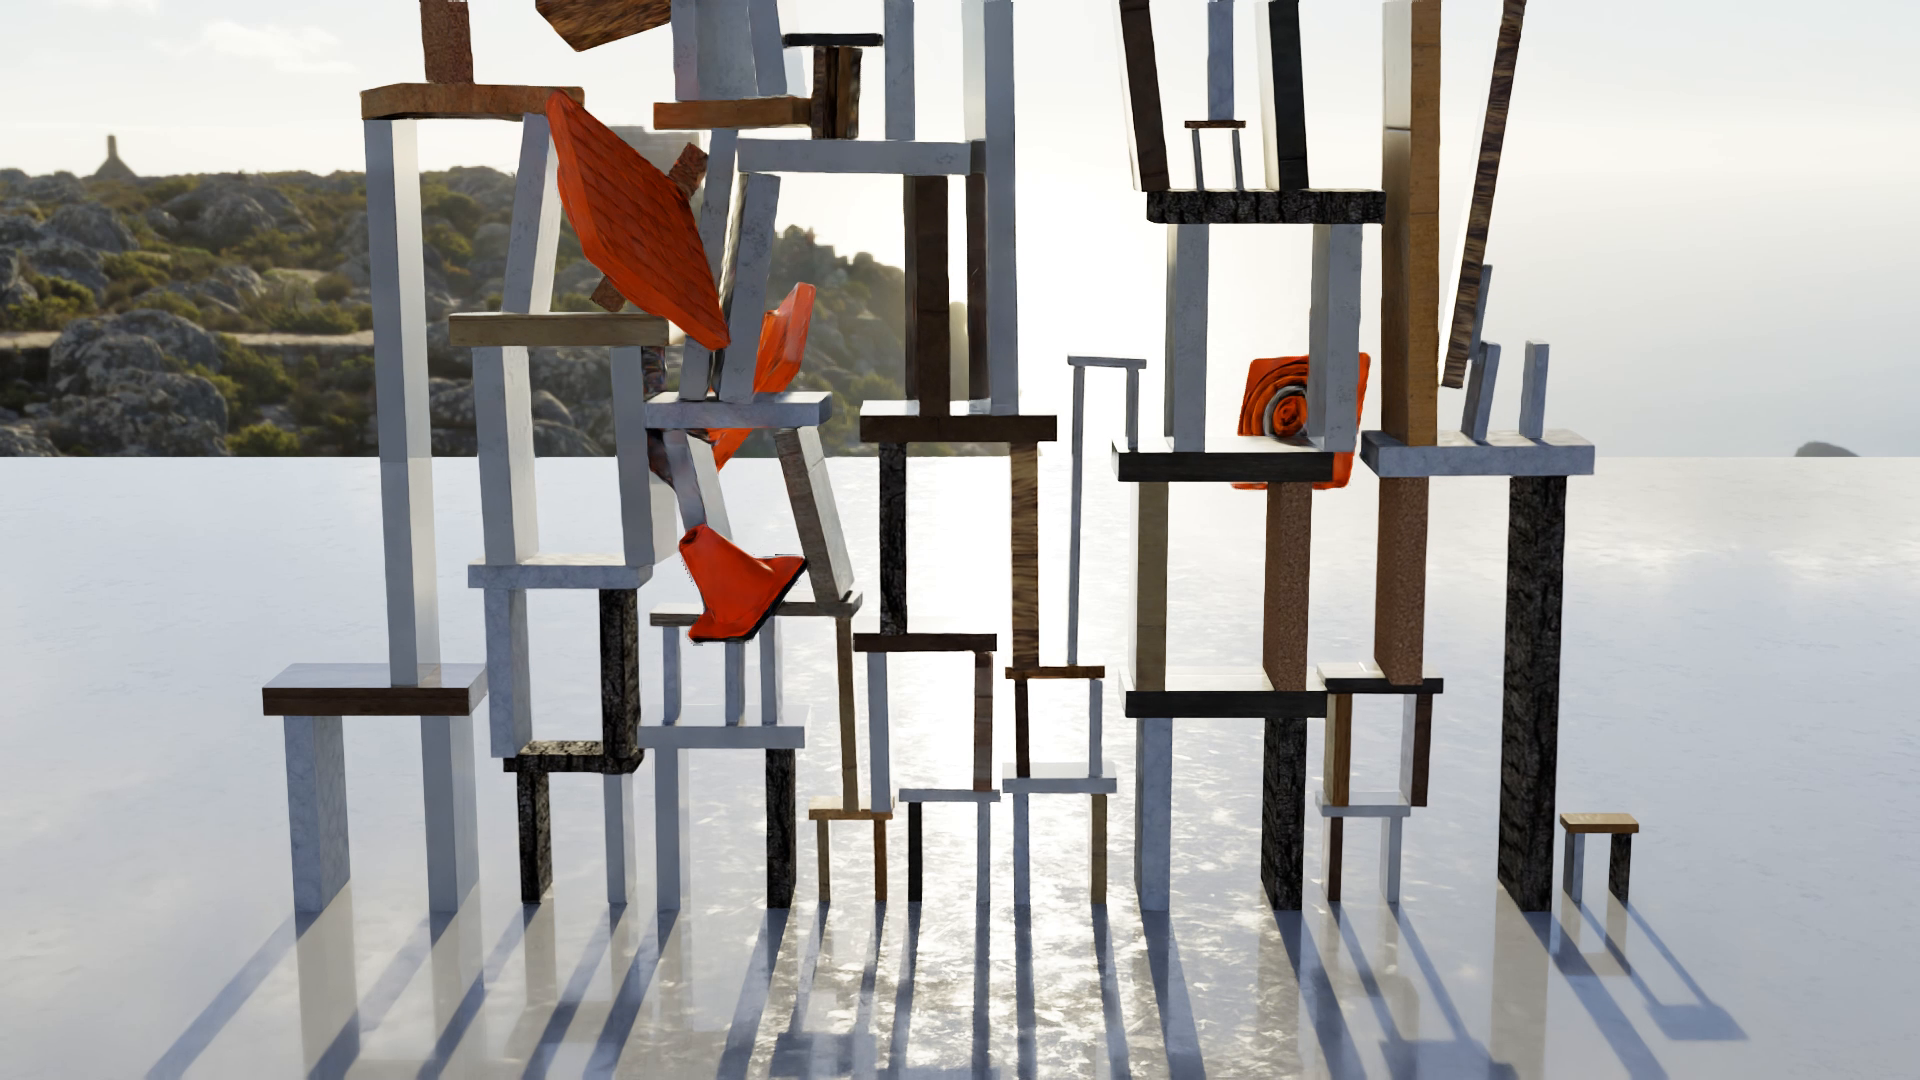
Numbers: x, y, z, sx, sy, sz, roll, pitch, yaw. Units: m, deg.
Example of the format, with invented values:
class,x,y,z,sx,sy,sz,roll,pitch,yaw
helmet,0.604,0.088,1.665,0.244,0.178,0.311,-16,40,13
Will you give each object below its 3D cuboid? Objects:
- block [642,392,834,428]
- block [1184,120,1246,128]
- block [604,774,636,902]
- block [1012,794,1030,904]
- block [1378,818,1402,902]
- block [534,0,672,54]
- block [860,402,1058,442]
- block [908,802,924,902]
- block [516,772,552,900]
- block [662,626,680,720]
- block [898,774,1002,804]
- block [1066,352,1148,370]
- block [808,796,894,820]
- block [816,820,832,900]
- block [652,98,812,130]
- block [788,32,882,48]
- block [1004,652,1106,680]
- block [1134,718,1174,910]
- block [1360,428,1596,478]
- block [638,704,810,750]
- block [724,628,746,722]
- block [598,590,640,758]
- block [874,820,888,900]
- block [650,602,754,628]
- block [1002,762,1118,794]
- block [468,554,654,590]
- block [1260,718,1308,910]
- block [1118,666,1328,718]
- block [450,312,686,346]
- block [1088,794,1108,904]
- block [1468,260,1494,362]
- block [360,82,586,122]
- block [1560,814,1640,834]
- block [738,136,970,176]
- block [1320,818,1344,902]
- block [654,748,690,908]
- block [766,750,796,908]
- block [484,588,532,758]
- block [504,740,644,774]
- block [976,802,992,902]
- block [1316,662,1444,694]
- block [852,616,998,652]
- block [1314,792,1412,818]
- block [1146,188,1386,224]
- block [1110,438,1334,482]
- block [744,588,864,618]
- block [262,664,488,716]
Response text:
class,x,y,z,sx,sy,sz,roll,pitch,yaw
block,-0.352,-0.209,3.514,0.280,0.040,0.140,0,11,6
block,0.398,-0.649,3.434,0.094,0.013,0.047,1,11,3
block,-0.565,0.482,3.657,0.030,0.213,0.107,-1,8,1
block,0.102,0.498,3.649,0.027,0.188,0.094,-1,11,0
block,0.715,0.518,3.653,0.021,0.146,0.073,0,12,0
block,-0.574,-0.910,3.714,0.256,0.036,0.128,-12,-30,22
block,-0.002,-0.190,3.518,0.311,0.044,0.155,0,11,0
block,-0.074,0.506,3.658,0.024,0.169,0.085,0,11,0
block,-0.707,0.480,3.659,0.030,0.213,0.107,-1,7,1
block,-0.472,0.210,3.602,0.022,0.156,0.078,0,11,-3
block,-0.017,0.410,3.640,0.169,0.024,0.085,0,11,0
block,0.233,-0.286,3.502,0.124,0.018,0.062,3,11,-1
block,-0.179,0.443,3.639,0.140,0.020,0.070,0,11,-1
block,-0.225,0.521,3.655,0.020,0.140,0.070,-1,11,0
block,-0.329,-0.675,3.489,0.294,0.042,0.147,6,12,36
block,-0.191,-0.769,3.386,0.139,0.020,0.069,1,11,4
block,0.154,0.206,3.595,0.163,0.023,0.081,-1,11,0
block,0.319,0.431,3.640,0.046,0.324,0.162,0,11,0
block,0.822,-0.140,3.512,0.337,0.048,0.168,0,12,1
block,-0.385,0.306,3.612,0.270,0.038,0.135,0,11,0
block,-0.368,0.210,3.596,0.022,0.156,0.078,1,11,3
block,-0.559,0.208,3.616,0.039,0.276,0.138,0,7,1
block,-0.132,0.521,3.655,0.020,0.140,0.070,-1,11,0
block,-0.420,0.123,3.582,0.156,0.022,0.078,1,11,5
block,0.163,0.392,3.628,0.188,0.027,0.094,0,11,1
block,-0.652,0.051,3.600,0.276,0.039,0.138,0,7,1
block,0.535,0.431,3.640,0.046,0.324,0.162,0,11,0
block,0.427,0.249,3.606,0.324,0.046,0.162,0,11,0
block,-0.629,-0.341,3.551,0.348,0.049,0.174,0,7,2
block,0.228,0.498,3.650,0.027,0.188,0.094,0,11,0
block,0.812,-0.361,3.459,0.022,0.152,0.076,9,13,7
block,-0.772,-0.694,3.491,0.311,0.044,0.156,-7,9,-37
block,1.059,0.469,3.644,0.115,0.016,0.058,0,11,0
block,-0.166,-0.599,3.423,0.354,0.050,0.177,0,11,-4
block,0.618,0.518,3.654,0.021,0.146,0.073,0,12,0
block,-0.476,0.458,3.641,0.038,0.270,0.135,0,11,0
block,-0.296,0.458,3.640,0.038,0.270,0.135,0,11,0
block,-0.743,0.207,3.620,0.039,0.276,0.138,-1,7,1
block,-0.638,0.359,3.642,0.213,0.030,0.107,0,7,1
block,0.039,0.506,3.657,0.024,0.169,0.085,0,11,0
block,0.685,0.226,3.595,0.191,0.027,0.095,0,12,0
block,-0.056,0.153,3.585,0.234,0.033,0.117,0,11,0
block,0.666,0.437,3.636,0.146,0.021,0.073,0,12,0
block,0.477,-0.527,3.466,0.354,0.050,0.177,0,11,0
block,0.418,-0.130,3.535,0.338,0.048,0.169,0,11,0
block,-0.252,0.101,3.562,0.177,0.025,0.089,1,12,8
block,-0.952,0.244,3.601,0.329,0.047,0.165,0,11,0
